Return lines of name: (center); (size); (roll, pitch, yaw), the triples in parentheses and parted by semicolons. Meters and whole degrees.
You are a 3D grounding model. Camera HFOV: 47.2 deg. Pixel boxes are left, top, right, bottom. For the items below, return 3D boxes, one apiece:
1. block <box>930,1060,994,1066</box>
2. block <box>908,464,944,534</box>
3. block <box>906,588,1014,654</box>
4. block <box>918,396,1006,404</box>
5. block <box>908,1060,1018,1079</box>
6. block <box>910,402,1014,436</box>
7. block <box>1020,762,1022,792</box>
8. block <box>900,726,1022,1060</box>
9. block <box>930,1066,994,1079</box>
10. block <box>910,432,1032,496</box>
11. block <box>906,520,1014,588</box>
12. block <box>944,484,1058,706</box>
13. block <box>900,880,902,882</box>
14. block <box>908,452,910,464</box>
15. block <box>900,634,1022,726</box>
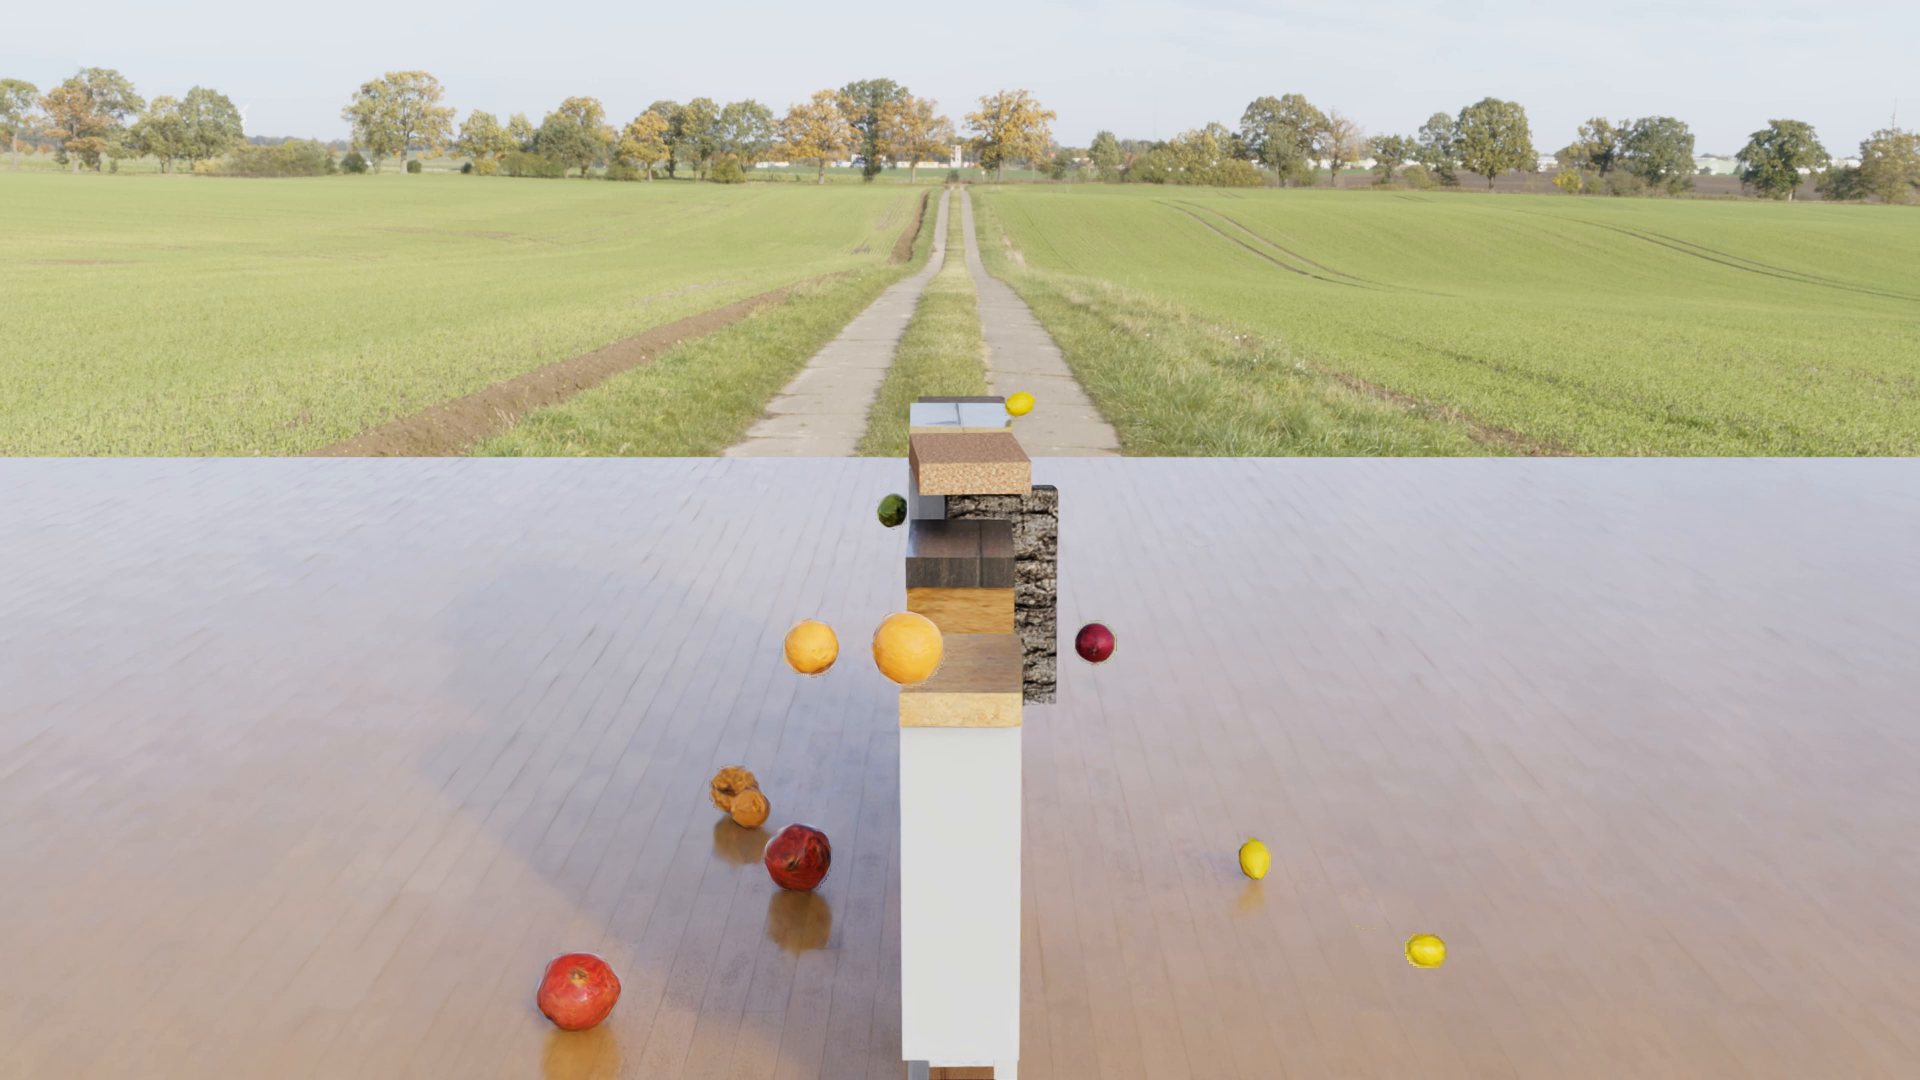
block: (0.002, 0.599, 2.696); (0.077, 0.022, 0.154); (0, 14, 0)
block: (0.001, 0.044, 3.524); (0.164, 0.329, 0.047); (0, 11, 0)
block: (0.000, 0.199, 3.021); (0.146, 0.292, 0.041); (0, 11, 0)
block: (0.003, -0.222, 4.048); (0.164, 0.046, 0.328); (0, 11, -1)
block: (0.003, 0.604, 2.829); (0.140, 0.280, 0.040); (0, 11, 0)
block: (0.000, -0.188, 3.710); (0.167, 0.047, 0.334); (0, 10, -1)
block: (0.007, 0.298, 2.732); (0.138, 0.275, 0.039); (0, 15, 1)
block: (0.001, 0.405, 2.562); (0.138, 0.419, 0.039); (0, 14, 0)
block: (0.002, 0.698, 2.664); (0.077, 0.154, 0.022); (0, 10, 0)
block: (0.012, -0.120, 3.380); (0.164, 0.047, 0.328); (-1, 11, -4)
block: (0.001, 0.017, 3.087); (0.146, 0.041, 0.293); (0, 11, 0)
block: (0.061, 0.085, 3.307); (0.164, 0.329, 0.047); (-1, 11, -8)
block: (-0.005, 0.535, 3.112); (0.156, 0.312, 0.044); (0, 11, 0)
block: (0.002, 0.021, 3.626); (0.167, 0.334, 0.047); (-2, 7, -13)
block: (0.004, 0.163, 2.601); (0.138, 0.039, 0.275); (0, 11, 1)
